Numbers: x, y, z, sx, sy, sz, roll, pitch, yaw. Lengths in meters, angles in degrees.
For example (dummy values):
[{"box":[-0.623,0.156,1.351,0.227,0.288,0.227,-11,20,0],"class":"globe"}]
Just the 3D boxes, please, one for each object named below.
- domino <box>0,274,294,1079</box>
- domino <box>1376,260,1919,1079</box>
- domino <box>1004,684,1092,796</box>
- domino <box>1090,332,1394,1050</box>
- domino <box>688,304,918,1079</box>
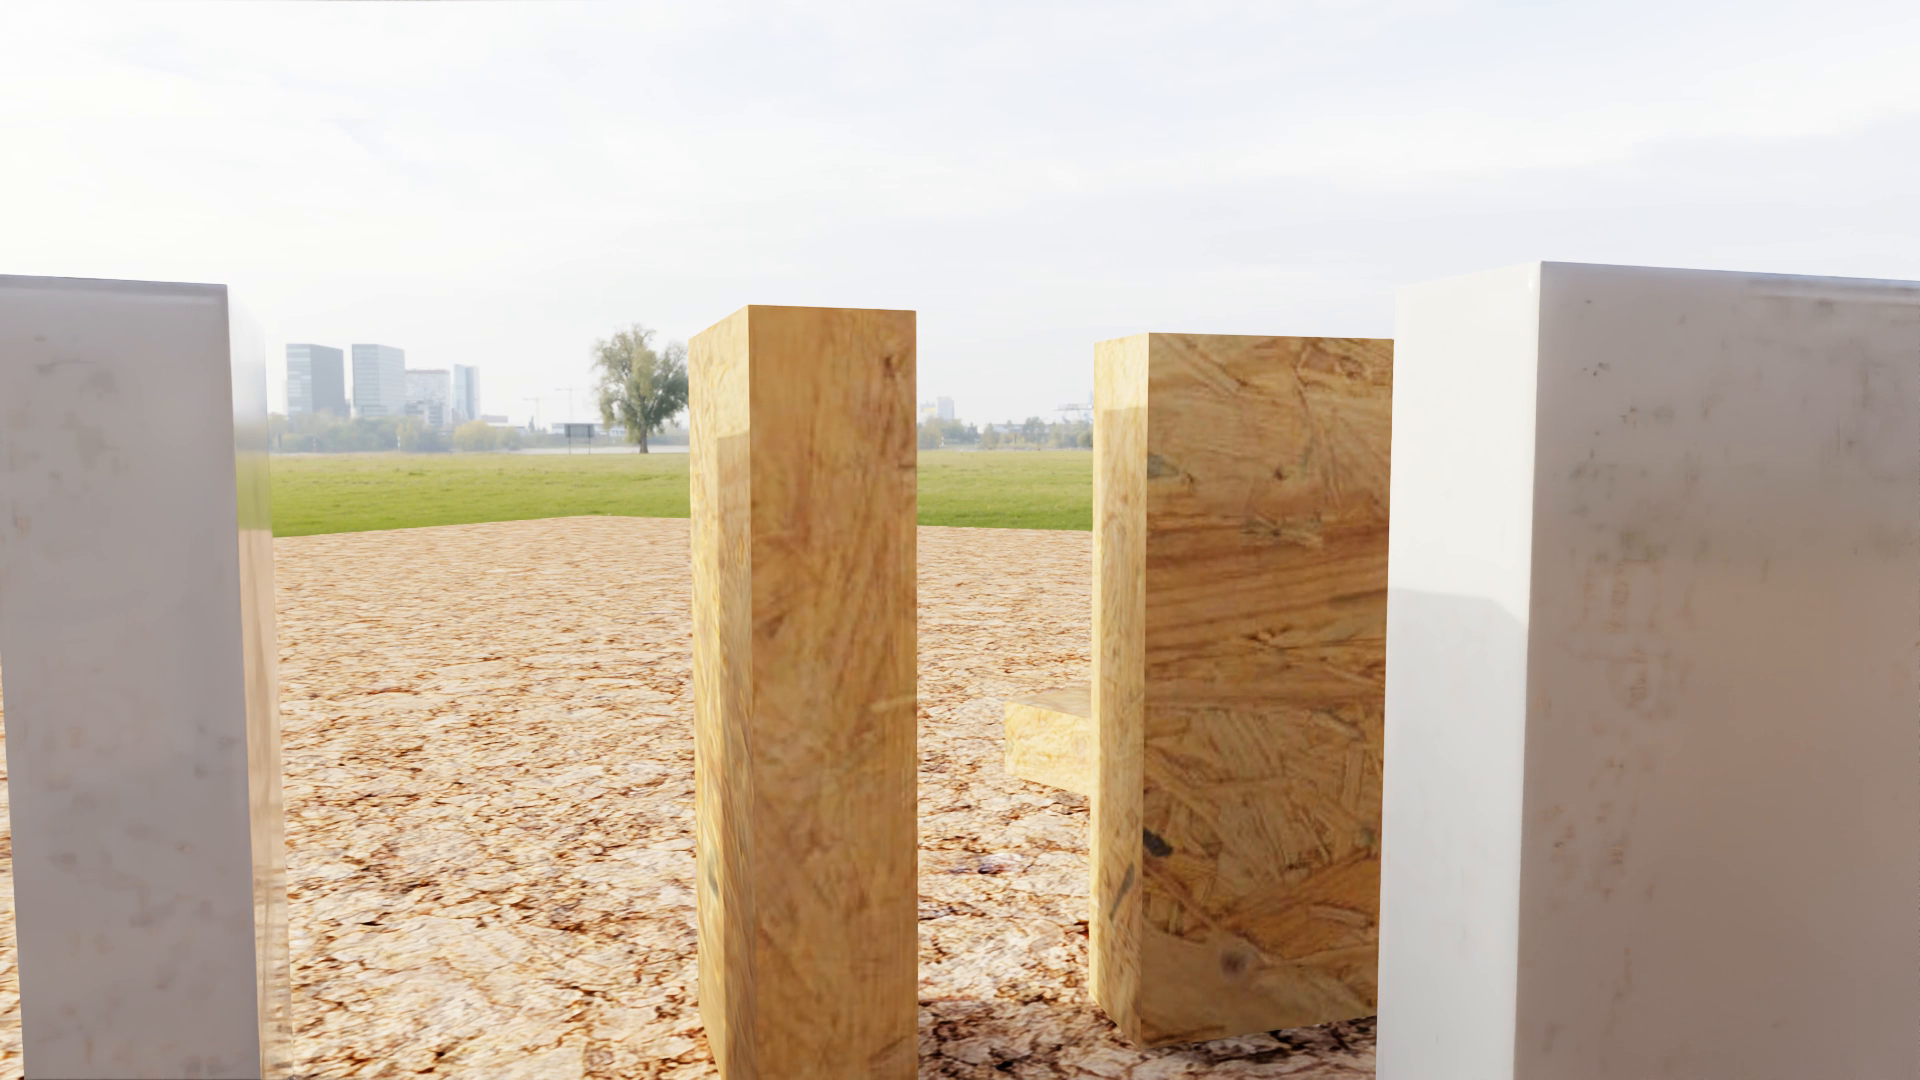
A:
[{"box":[-0.044,0.012,0.072,0.010,0.050,0.025,-2,5,-25],"class":"domino"},{"box":[0.034,0.013,0.063,0.025,0.050,0.009,-1,5,-18],"class":"domino"},{"box":[0.032,0.026,0.156,0.025,0.010,0.050,-4,6,-43],"class":"domino"},{"box":[0.023,0.010,0.096,0.025,0.050,0.010,-1,4,-17],"class":"domino"},{"box":[-0.011,0.011,0.084,0.009,0.050,0.025,-1,5,-19],"class":"domino"}]
